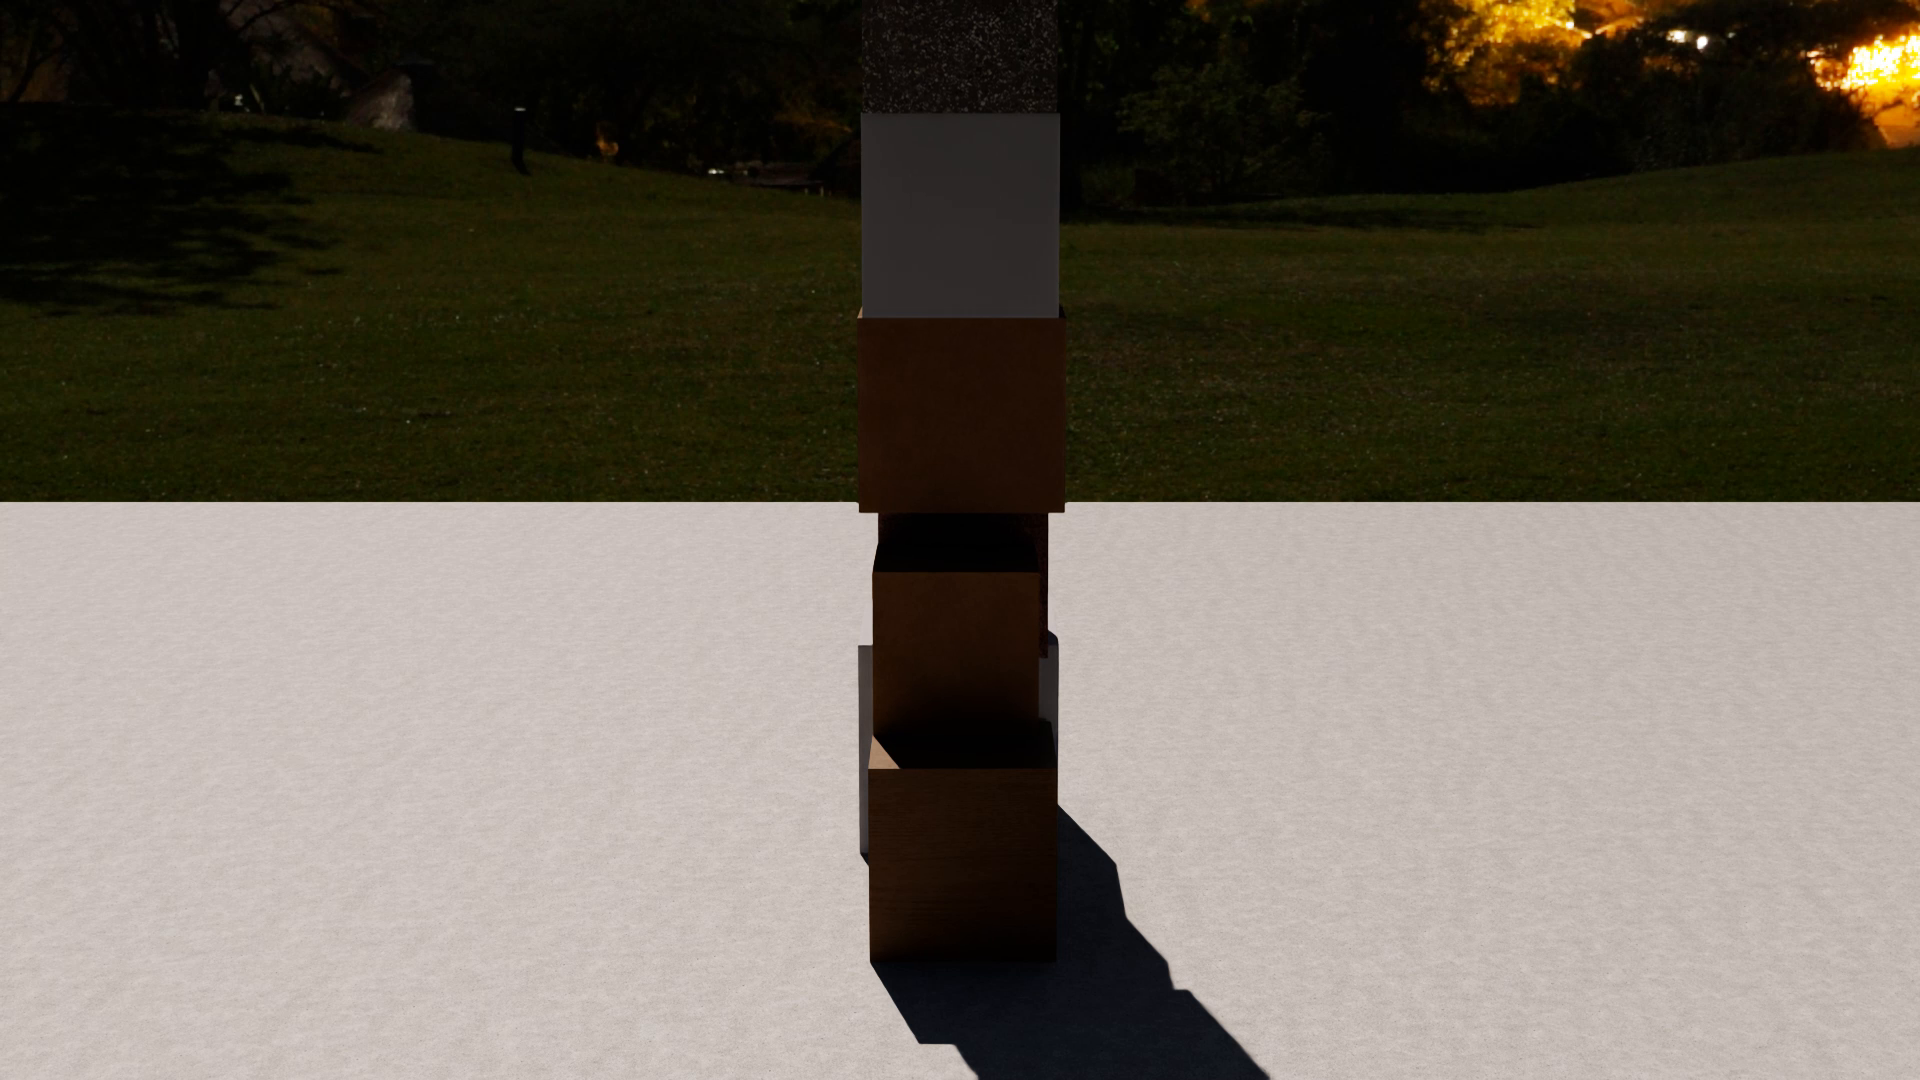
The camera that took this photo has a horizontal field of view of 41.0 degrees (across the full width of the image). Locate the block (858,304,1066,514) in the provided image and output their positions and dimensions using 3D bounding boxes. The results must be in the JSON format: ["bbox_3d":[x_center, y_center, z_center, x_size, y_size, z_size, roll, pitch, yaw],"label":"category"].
[{"bbox_3d":[0.008,-0.585,11.067,0.866,0.820,0.754,0,11,0],"label":"block"}]

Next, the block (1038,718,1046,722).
[{"bbox_3d":[0.020,1.179,11.305,0.739,0.636,0.683,0,10,0],"label":"block"}]

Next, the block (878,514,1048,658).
[{"bbox_3d":[0.015,0.106,11.546,0.743,0.716,0.679,0,11,0],"label":"block"}]

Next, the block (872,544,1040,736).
[{"bbox_3d":[-0.017,0.414,10.909,0.686,0.687,0.676,0,10,0],"label":"block"}]

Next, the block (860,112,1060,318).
[{"bbox_3d":[0.002,-1.400,10.913,0.814,0.837,0.759,0,11,0],"label":"block"}]

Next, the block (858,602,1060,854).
[{"bbox_3d":[-0.007,0.867,12.079,0.904,0.972,0.932,0,10,0],"label":"block"}]

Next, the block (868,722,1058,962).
[{"bbox_3d":[0.011,1.229,10.573,0.748,0.799,0.755,0,10,0],"label":"block"}]

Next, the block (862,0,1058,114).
[{"bbox_3d":[0.000,-2.231,10.757,0.792,0.855,0.796,0,11,0],"label":"block"}]
